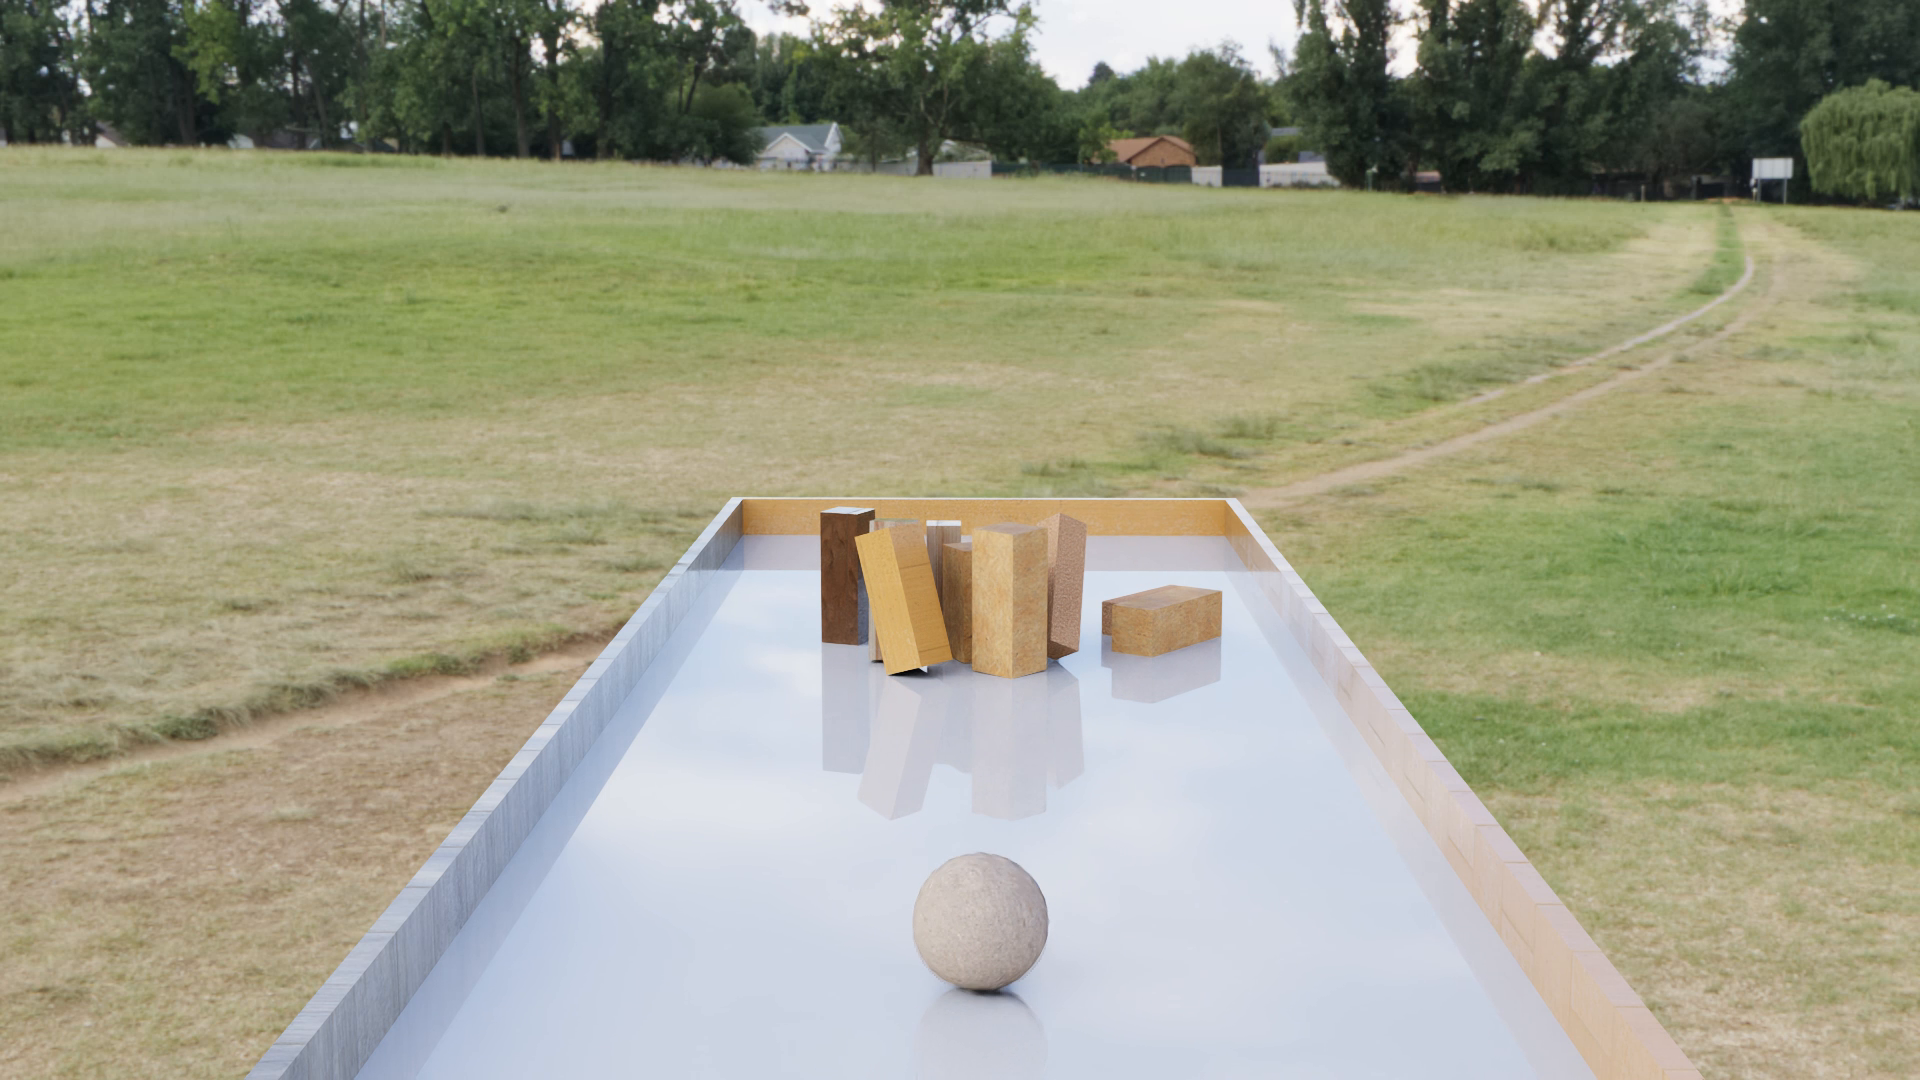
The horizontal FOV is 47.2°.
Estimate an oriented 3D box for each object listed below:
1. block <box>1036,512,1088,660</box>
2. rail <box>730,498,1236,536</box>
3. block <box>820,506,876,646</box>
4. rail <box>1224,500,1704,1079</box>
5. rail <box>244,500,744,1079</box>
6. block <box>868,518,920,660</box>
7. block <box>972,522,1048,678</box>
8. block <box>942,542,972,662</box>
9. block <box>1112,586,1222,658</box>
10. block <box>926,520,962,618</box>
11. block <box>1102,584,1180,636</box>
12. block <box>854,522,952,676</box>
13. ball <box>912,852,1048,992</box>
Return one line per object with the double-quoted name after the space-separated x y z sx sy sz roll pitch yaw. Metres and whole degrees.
0.298 0.141 6.719 0.111 0.423 0.111 22 -29 -32 "block"
0.099 -0.098 9.147 2.100 0.150 0.050 0 9 1 "rail"
-0.354 0.113 6.964 0.129 0.417 0.129 4 10 23 "block"
1.046 0.843 3.208 0.050 0.150 12.000 0 9 1 "rail"
-1.004 0.839 3.234 0.050 0.150 12.000 0 9 1 "rail"
-0.201 0.149 6.694 0.130 0.421 0.130 1 4 8 "block"
0.147 0.176 6.510 0.158 0.429 0.158 9 14 41 "block"
0.054 0.187 6.729 0.162 0.342 0.162 -4 9 -23 "block"
0.656 0.254 6.935 0.147 0.147 0.417 7 11 37 "block"
-0.051 0.136 6.930 0.107 0.382 0.107 0 9 -1 "block"
0.623 0.232 7.203 0.108 0.108 0.398 7 12 39 "block"
-0.167 0.172 6.506 0.142 0.419 0.142 -15 -3 40 "block"
0.037 0.681 3.930 0.244 0.244 0.244 0 9 0 "ball"
